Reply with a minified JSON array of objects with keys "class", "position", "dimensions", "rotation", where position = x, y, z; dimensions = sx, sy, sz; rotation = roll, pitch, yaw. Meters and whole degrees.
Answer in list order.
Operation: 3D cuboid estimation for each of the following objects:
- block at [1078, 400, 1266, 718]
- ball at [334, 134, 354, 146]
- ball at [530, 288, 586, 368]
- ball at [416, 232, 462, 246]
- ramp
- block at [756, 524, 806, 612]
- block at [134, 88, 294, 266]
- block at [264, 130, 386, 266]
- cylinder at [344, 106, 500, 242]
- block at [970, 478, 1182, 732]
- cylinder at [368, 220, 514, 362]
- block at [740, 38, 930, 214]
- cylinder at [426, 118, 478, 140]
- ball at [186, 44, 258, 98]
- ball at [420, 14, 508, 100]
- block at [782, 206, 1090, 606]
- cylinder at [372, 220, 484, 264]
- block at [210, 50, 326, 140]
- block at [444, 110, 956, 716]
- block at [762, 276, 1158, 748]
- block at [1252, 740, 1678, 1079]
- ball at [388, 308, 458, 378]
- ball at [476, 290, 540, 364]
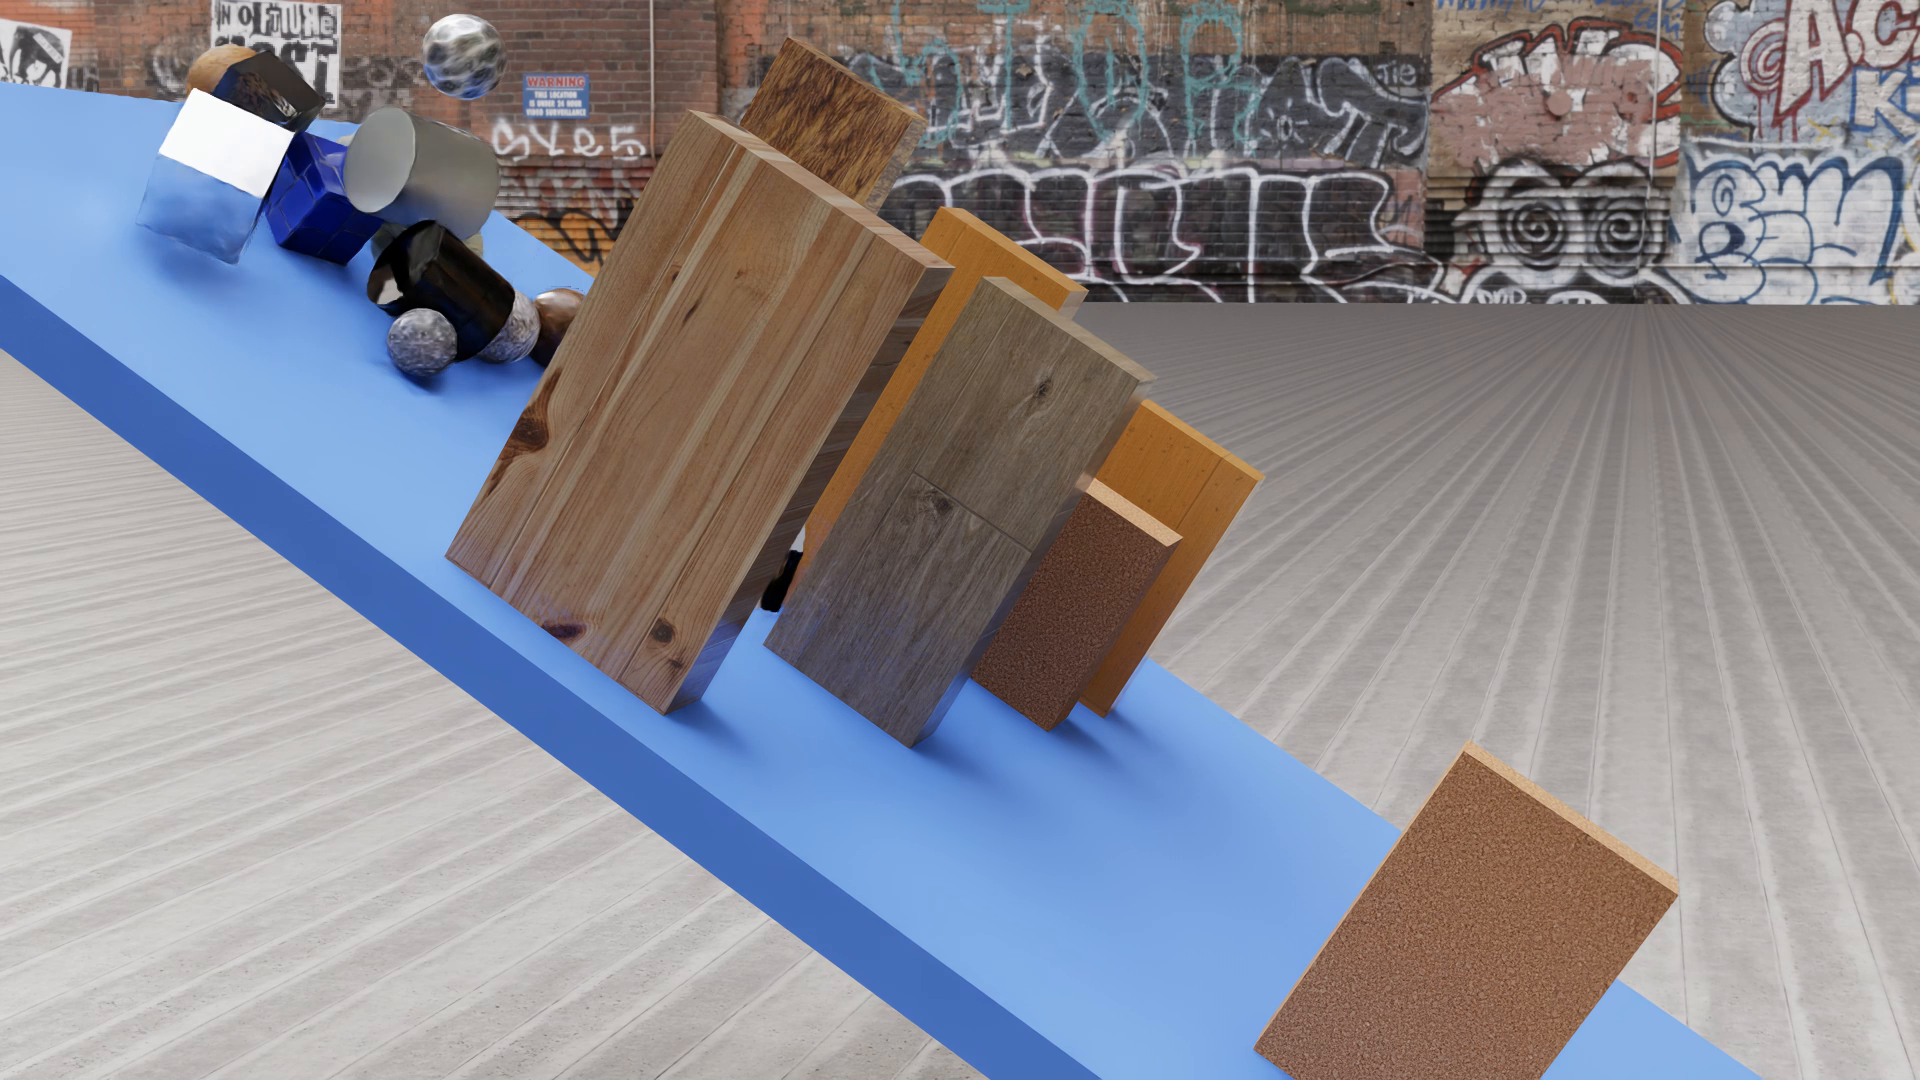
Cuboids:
[{"class":"block","position":[0.333,0.038,4.417],"dimensions":[0.283,0.574,0.103],"rotation":[34,15,11]},{"class":"ball","position":[-1.261,-0.768,4.632],"dimensions":[0.175,0.175,0.175],"rotation":[0,7,0]},{"class":"ball","position":[-0.804,-0.425,4.450],"dimensions":[0.167,0.167,0.167],"rotation":[0,7,0]},{"class":"ball","position":[-1.122,-0.712,4.783],"dimensions":[0.148,0.148,0.148],"rotation":[0,7,0]},{"class":"ramp","position":[-0.148,0.246,4.110],"dimensions":[4.000,0.100,2.000],"rotation":[34,15,11]},{"class":"block","position":[-0.365,0.000,3.795],"dimensions":[0.158,0.158,0.158],"rotation":[13,44,-14]},{"class":"block","position":[-1.304,-0.634,3.851],"dimensions":[0.182,0.182,0.182],"rotation":[24,-45,-17]},{"class":"block","position":[-1.238,-0.663,4.278],"dimensions":[0.161,0.161,0.161],"rotation":[-41,-28,23]},{"class":"cylinder","position":[-1.034,-0.700,4.226],"dimensions":[0.207,0.207,0.207],"rotation":[5,-7,37]},{"class":"block","position":[0.181,0.101,4.201],"dimensions":[0.284,0.427,0.150],"rotation":[34,15,11]},{"class":"cylinder","position":[-0.968,-0.464,4.105],"dimensions":[0.190,0.190,0.190],"rotation":[6,-26,43]},{"class":"block","position":[-0.417,-0.720,5.020],"dimensions":[0.348,0.754,0.121],"rotation":[34,15,11]},{"class":"cylinder","position":[-1.074,-0.786,4.534],"dimensions":[0.143,0.143,0.143],"rotation":[2,1,18]},{"class":"ball","position":[-1.497,-0.926,4.528],"dimensions":[0.184,0.184,0.184],"rotation":[0,7,0]},{"class":"ball","position":[-1.000,-0.974,4.435],"dimensions":[0.170,0.170,0.170],"rotation":[0,7,0]},{"class":"block","position":[-0.096,-0.196,3.949],"dimensions":[0.275,0.763,0.136],"rotation":[34,15,11]},{"class":"cylinder","position":[-1.078,-0.592,4.457],"dimensions":[0.159,0.159,0.159],"rotation":[3,4,23]},{"class":"block","position":[-1.330,-0.817,4.183],"dimensions":[0.143,0.143,0.143],"rotation":[-44,8,27]},{"class":"block","position":[-0.397,-0.186,3.283],"dimensions":[0.426,0.782,0.138],"rotation":[34,15,11]},{"class":"block","position":[-0.005,-0.046,3.698],"dimensions":[0.311,0.736,0.136],"rotation":[34,15,11]},{"class":"block","position":[0.754,0.641,3.309],"dimensions":[0.362,0.573,0.087],"rotation":[34,15,11]},{"class":"ball","position":[-0.973,-0.357,3.981],"dimensions":[0.124,0.124,0.124],"rotation":[0,7,0]},{"class":"ball","position":[-0.894,-0.418,4.281],"dimensions":[0.151,0.151,0.151],"rotation":[0,7,0]}]
